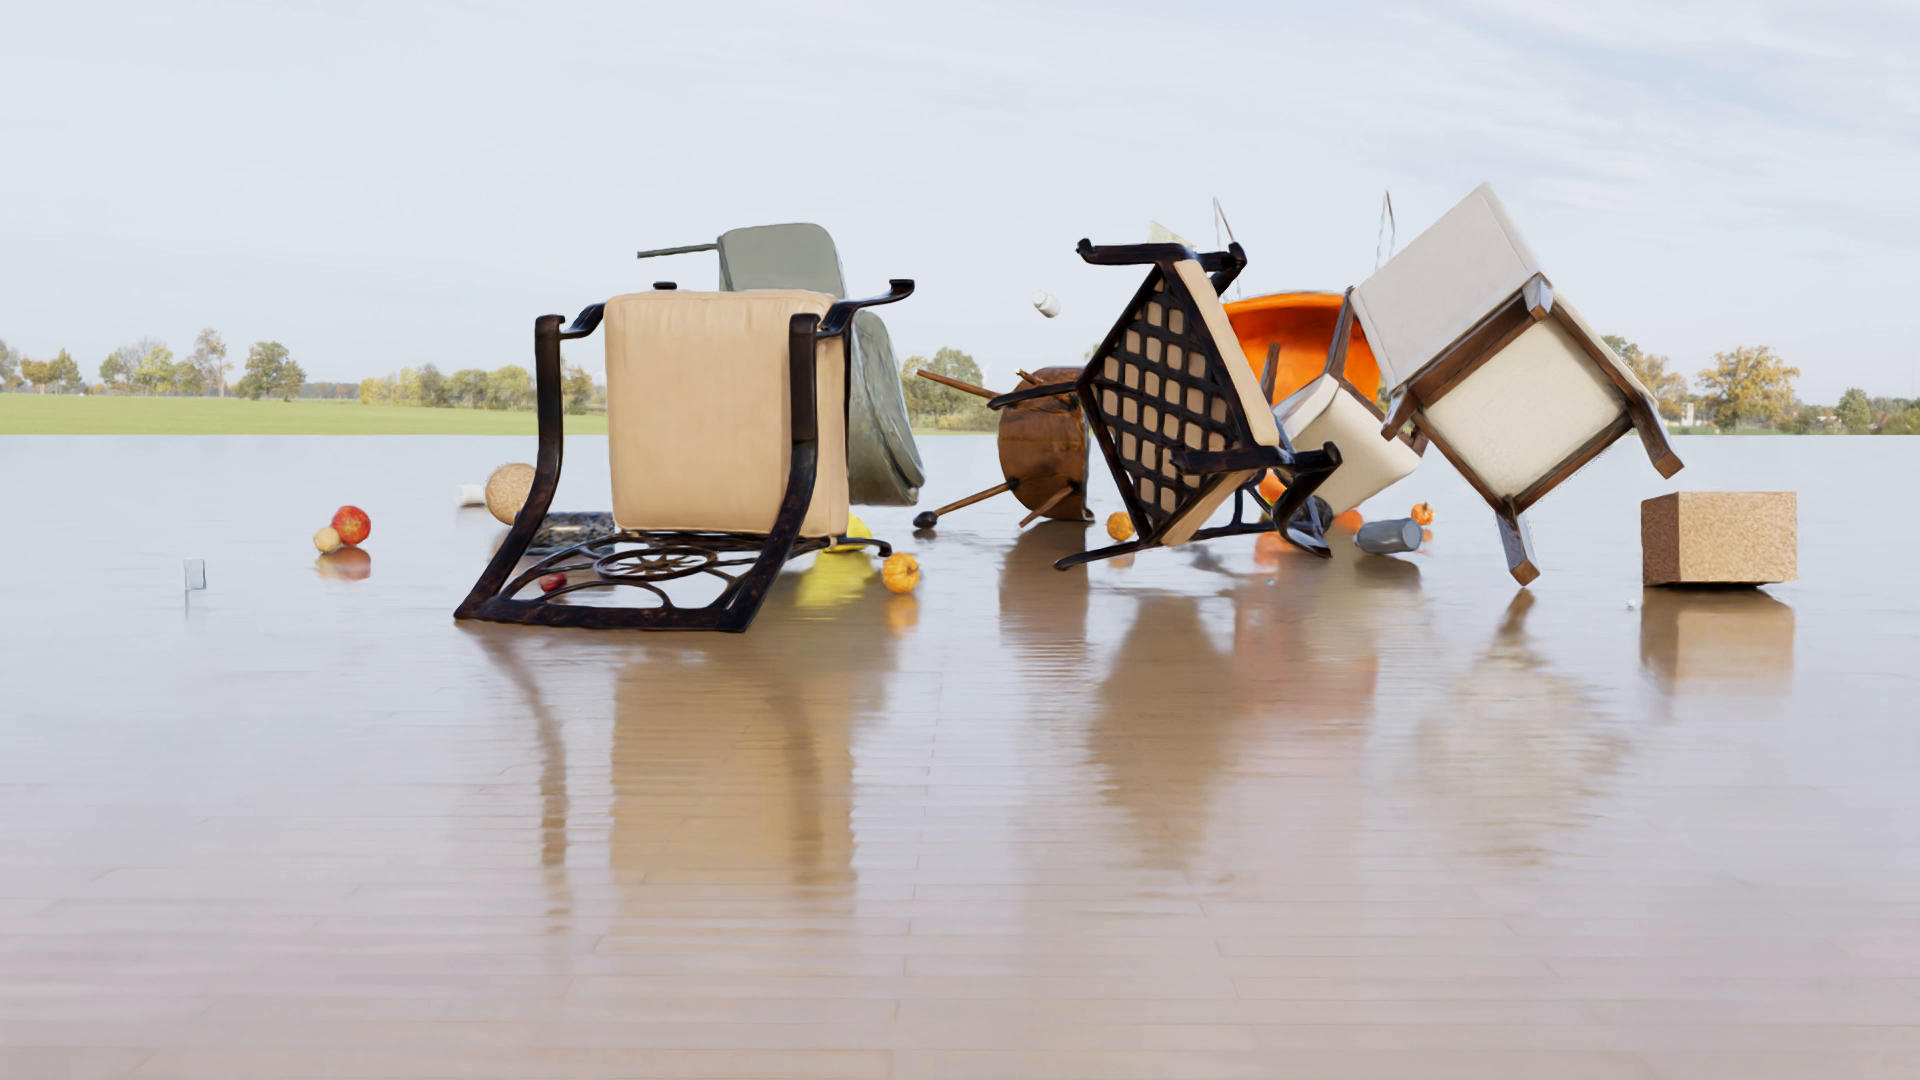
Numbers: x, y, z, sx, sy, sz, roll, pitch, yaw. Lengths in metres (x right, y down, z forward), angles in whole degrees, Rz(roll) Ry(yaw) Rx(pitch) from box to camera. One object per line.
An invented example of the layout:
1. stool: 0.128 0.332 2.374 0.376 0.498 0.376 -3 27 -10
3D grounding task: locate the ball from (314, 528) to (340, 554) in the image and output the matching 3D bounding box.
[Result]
1. ball: -1.732 0.000 6.020 0.072 0.072 0.072 0 4 0

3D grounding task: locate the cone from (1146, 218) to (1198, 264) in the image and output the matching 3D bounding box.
1. cone: 0.773 -1.071 7.970 0.179 0.188 0.127 7 48 7

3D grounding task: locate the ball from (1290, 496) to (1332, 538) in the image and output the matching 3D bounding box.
1. ball: 1.060 -0.071 6.640 0.129 0.129 0.129 0 4 0

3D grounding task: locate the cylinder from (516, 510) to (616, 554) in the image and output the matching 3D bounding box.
1. cylinder: -1.070 -0.020 5.966 0.262 0.116 0.206 -1 -6 -10

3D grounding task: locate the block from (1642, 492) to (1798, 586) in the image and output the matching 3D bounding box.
1. block: 1.688 -0.001 4.901 0.255 0.194 0.262 0 -4 0

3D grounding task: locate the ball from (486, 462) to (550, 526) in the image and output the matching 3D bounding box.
1. ball: -1.445 -0.149 7.186 0.209 0.209 0.209 0 4 0

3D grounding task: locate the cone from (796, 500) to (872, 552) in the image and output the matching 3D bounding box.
1. cone: -0.365 -0.003 6.053 0.233 0.094 0.223 25 -29 -4

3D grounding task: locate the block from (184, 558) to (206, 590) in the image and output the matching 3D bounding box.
1. block: -1.719 0.076 4.940 0.037 0.067 0.071 -4 5 -27
